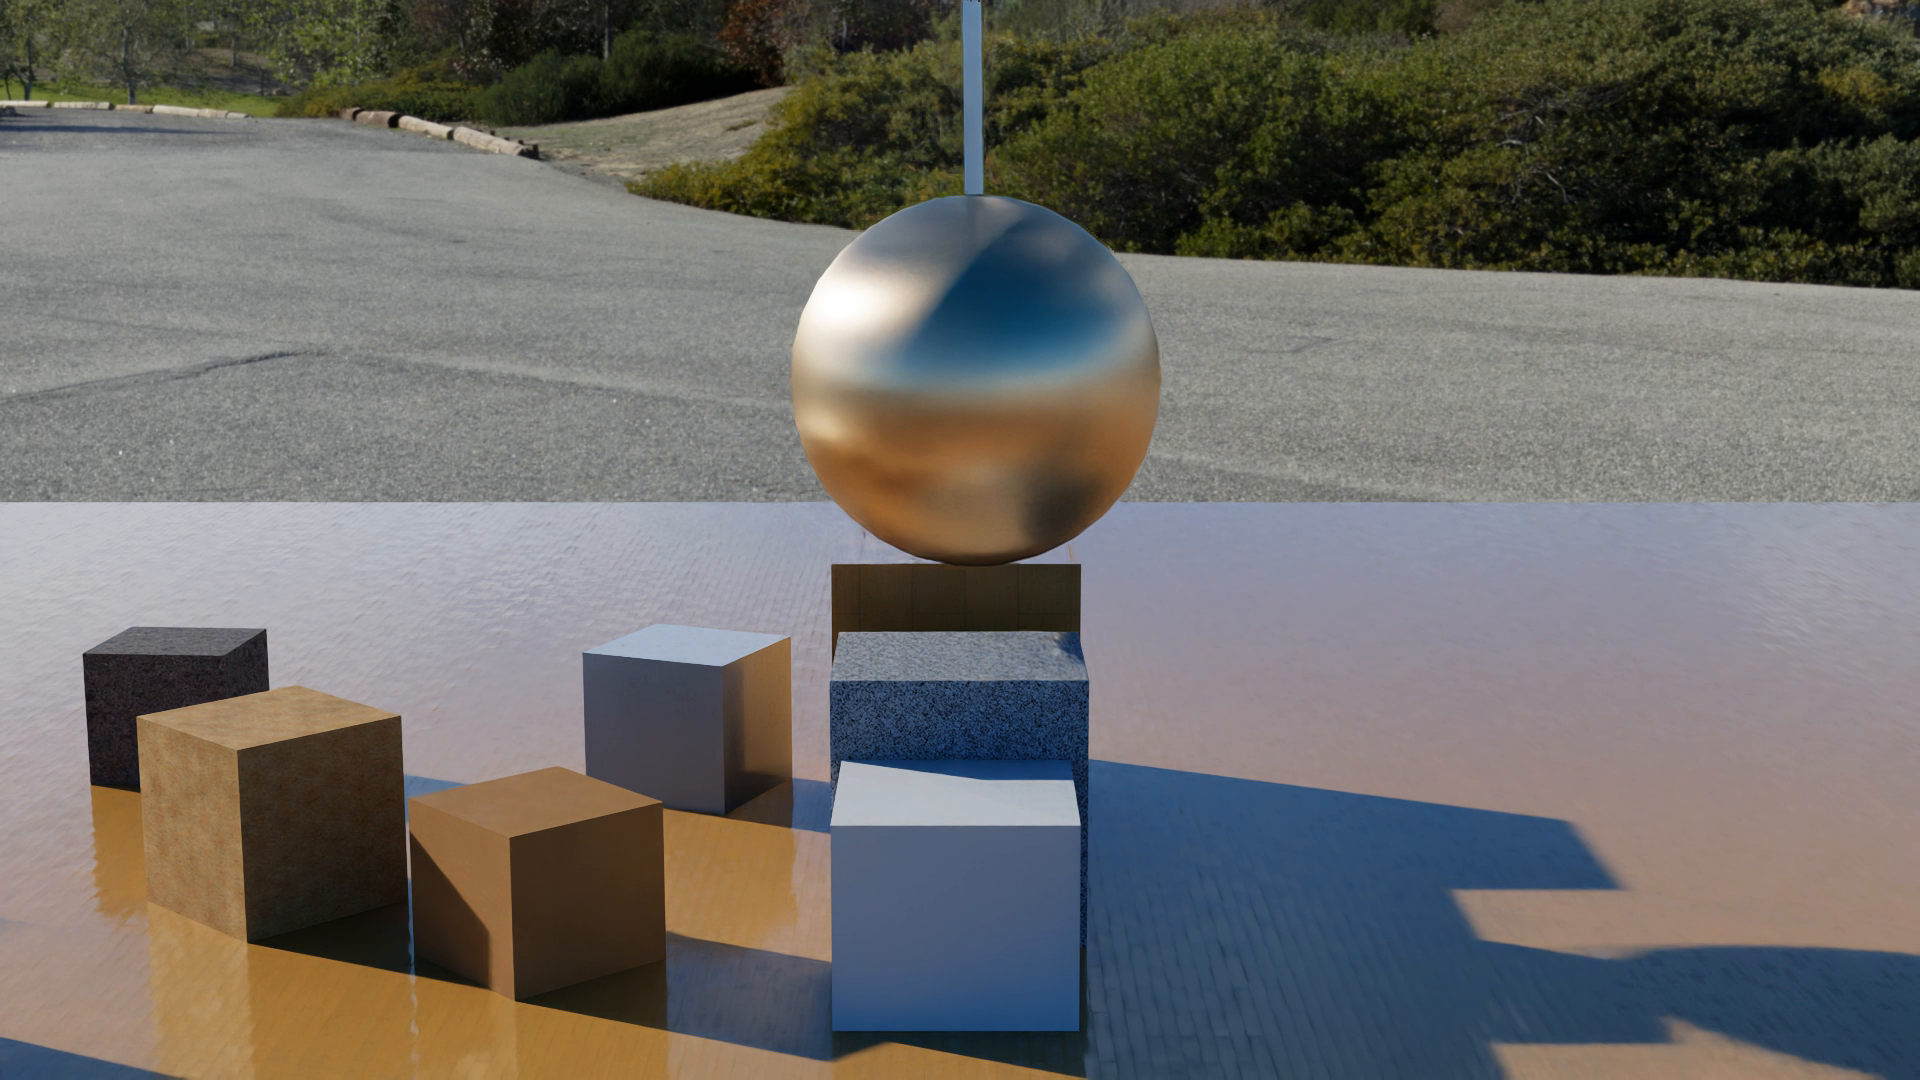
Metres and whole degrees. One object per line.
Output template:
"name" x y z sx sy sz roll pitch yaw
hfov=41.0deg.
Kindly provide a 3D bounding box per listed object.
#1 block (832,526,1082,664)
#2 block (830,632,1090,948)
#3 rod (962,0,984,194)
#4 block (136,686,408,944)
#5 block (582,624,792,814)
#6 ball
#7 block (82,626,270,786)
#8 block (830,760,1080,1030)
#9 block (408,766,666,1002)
"block" -0.018 0.620 12.736 1.180 1.224 1.058 0 10 0
"block" -0.004 1.029 10.790 1.036 1.115 0.915 0 10 0
"rod" 0.029 -4.030 10.448 0.080 5.200 0.080 -1 10 0
"block" -2.937 1.148 10.972 0.801 0.815 0.785 10 14 43
"block" -1.342 0.873 12.725 0.767 0.730 0.726 4 11 22
"ball" 0.067 -0.685 11.056 1.600 1.600 1.600 0 10 0
"block" -3.969 0.841 13.056 0.715 0.673 0.633 1 10 4
"block" -0.016 1.353 9.911 0.917 0.792 0.913 0 10 0
"block" -1.694 1.357 10.284 0.716 0.651 0.736 -9 14 -42
